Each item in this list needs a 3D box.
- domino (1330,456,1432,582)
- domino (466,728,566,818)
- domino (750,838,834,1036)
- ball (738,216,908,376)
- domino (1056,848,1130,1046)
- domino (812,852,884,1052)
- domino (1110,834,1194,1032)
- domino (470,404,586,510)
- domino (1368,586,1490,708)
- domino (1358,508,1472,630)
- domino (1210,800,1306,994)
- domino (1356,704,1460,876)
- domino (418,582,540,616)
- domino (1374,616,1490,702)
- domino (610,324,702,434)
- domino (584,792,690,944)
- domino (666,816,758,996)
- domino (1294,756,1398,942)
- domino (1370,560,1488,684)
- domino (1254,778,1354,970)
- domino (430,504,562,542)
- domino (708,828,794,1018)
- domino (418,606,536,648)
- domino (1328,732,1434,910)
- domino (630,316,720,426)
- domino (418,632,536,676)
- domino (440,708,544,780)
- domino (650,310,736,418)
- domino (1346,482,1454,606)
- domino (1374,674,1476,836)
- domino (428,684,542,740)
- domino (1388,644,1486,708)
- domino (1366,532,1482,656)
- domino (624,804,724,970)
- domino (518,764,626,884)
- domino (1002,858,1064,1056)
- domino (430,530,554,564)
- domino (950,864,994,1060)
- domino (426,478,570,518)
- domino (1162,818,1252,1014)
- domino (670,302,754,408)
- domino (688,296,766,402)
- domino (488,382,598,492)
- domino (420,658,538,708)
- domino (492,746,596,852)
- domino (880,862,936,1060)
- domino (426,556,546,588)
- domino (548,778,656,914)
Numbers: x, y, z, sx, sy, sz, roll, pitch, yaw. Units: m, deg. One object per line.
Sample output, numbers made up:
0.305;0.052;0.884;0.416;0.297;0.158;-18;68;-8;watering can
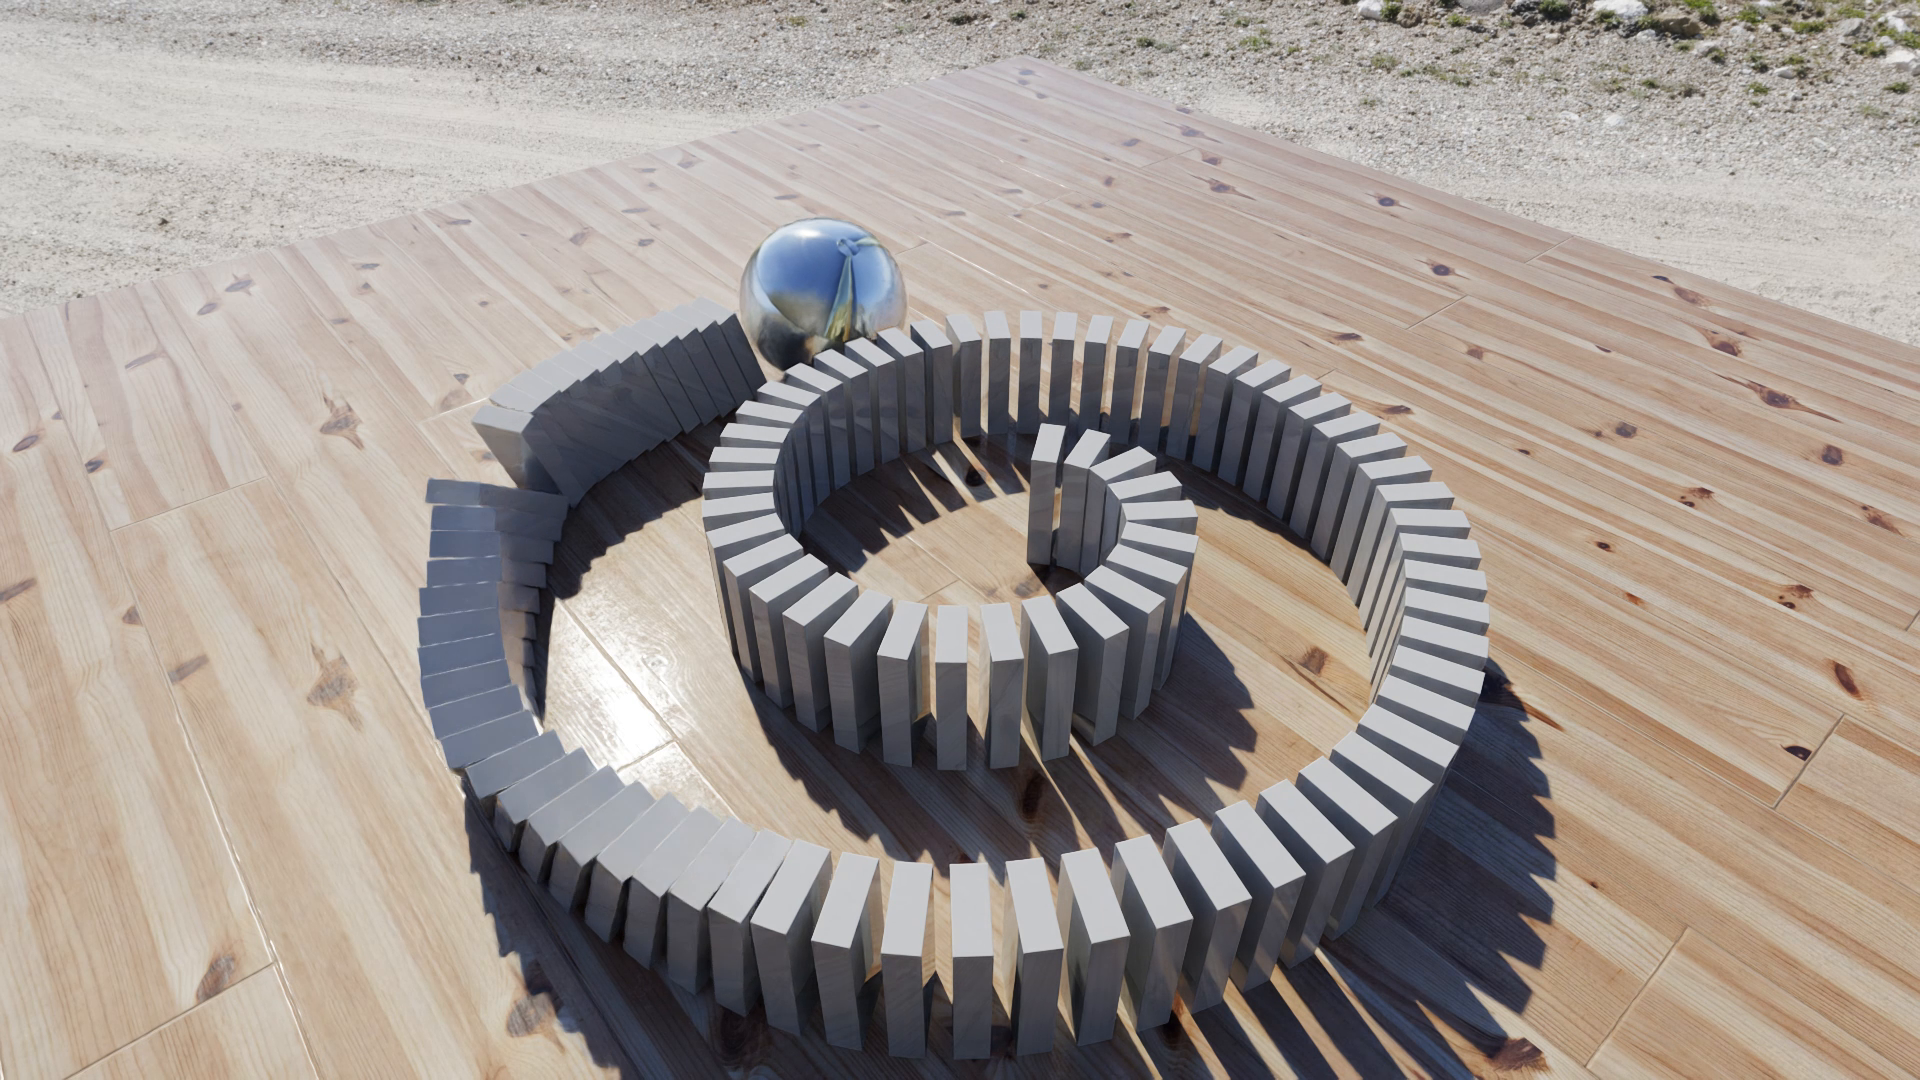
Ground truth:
0.160;-0.008;0.421;0.025;0.050;0.010;-9;40;-10;domino
-0.132;0.070;0.329;0.025;0.050;0.010;-24;81;-27;domino
-0.042;0.104;0.285;0.010;0.050;0.025;14;41;14;domino
-0.065;-0.113;0.526;0.080;0.080;0.080;0;39;0;ball
0.033;0.105;0.283;0.009;0.050;0.025;-8;40;-10;domino
-0.028;0.106;0.282;0.009;0.050;0.025;8;40;10;domino
0.047;0.103;0.286;0.010;0.050;0.025;-11;41;-13;domino
-0.177;-0.033;0.451;0.025;0.050;0.010;13;58;17;domino
0.154;0.040;0.363;0.025;0.050;0.009;12;41;15;domino
0.163;0.012;0.397;0.025;0.050;0.009;2;39;3;domino
0.076;0.096;0.294;0.009;0.050;0.025;-16;42;-19;domino
0.125;0.073;0.322;0.025;0.050;0.009;28;47;30;domino
-0.170;0.022;0.391;0.025;0.009;0.050;-5;-5;-6;domino
0.148;0.049;0.352;0.025;0.050;0.009;15;42;18;domino
-0.138;-0.073;0.500;0.025;0.050;0.009;30;65;31;domino
-0.089;0.090;0.301;0.010;0.050;0.025;39;50;9;domino
-0.066;0.098;0.292;0.010;0.050;0.025;28;46;13;domino
0.102;0.086;0.306;0.009;0.050;0.025;-24;45;-26;domino
0.158;0.031;0.374;0.025;0.050;0.010;9;40;11;domino
0.089;0.092;0.300;0.009;0.050;0.025;-20;43;-22;domino
-0.178;-0.006;0.426;0.025;0.009;0.050;2;-3;7;domino
-0.054;0.101;0.288;0.009;0.050;0.025;21;43;14;domino
-0.166;0.031;0.380;0.025;0.050;0.009;-8;85;-9;domino
0.114;0.080;0.313;0.010;0.050;0.025;-30;48;-31;domino
-0.131;-0.077;0.505;0.025;0.050;0.009;30;65;31;domino
-0.161;0.040;0.369;0.025;0.050;0.010;-10;84;-12;domino
-0.141;0.063;0.338;0.025;0.050;0.010;-18;81;-21;domino
-0.124;-0.081;0.510;0.025;0.050;0.010;30;65;31;domino
0.163;0.002;0.409;0.025;0.050;0.009;-4;39;-4;domino
0.134;0.066;0.331;0.025;0.050;0.009;23;44;25;domino
-0.149;0.056;0.348;0.025;0.050;0.009;-15;82;-18;domino
0.142;0.057;0.341;0.025;0.050;0.010;19;43;21;domino
0.161;0.021;0.386;0.025;0.050;0.009;6;40;7;domino
-0.077;0.094;0.296;0.009;0.050;0.025;34;48;11;domino
-0.111;0.082;0.314;0.025;0.050;0.010;-34;81;-34;domino
0.018;0.107;0.281;0.009;0.050;0.025;-5;40;-6;domino
-0.175;0.003;0.414;0.025;0.009;0.050;1;-4;1;domino
0.003;0.108;0.280;0.009;0.050;0.025;-1;39;-2;domino
-0.183;-0.016;0.437;0.025;0.009;0.050;5;-2;20;domino
0.062;0.100;0.290;0.009;0.050;0.025;-14;41;-16;domino
-0.116;-0.086;0.515;0.025;0.050;0.009;30;65;31;domino
-0.109;-0.090;0.521;0.025;0.050;0.009;30;65;31;domino
-0.174;-0.042;0.462;0.025;0.050;0.009;25;63;27;domino
-0.155;0.048;0.358;0.025;0.050;0.009;-12;83;-15;domino
-0.121;0.076;0.321;0.025;0.050;0.009;-30;82;-32;domino
-0.013;0.108;0.280;0.009;0.050;0.025;3;39;4;domino
-0.172;0.013;0.403;0.025;0.010;0.050;-4;-4;-4;domino
-0.100;0.086;0.307;0.009;0.050;0.025;46;53;9;domino
